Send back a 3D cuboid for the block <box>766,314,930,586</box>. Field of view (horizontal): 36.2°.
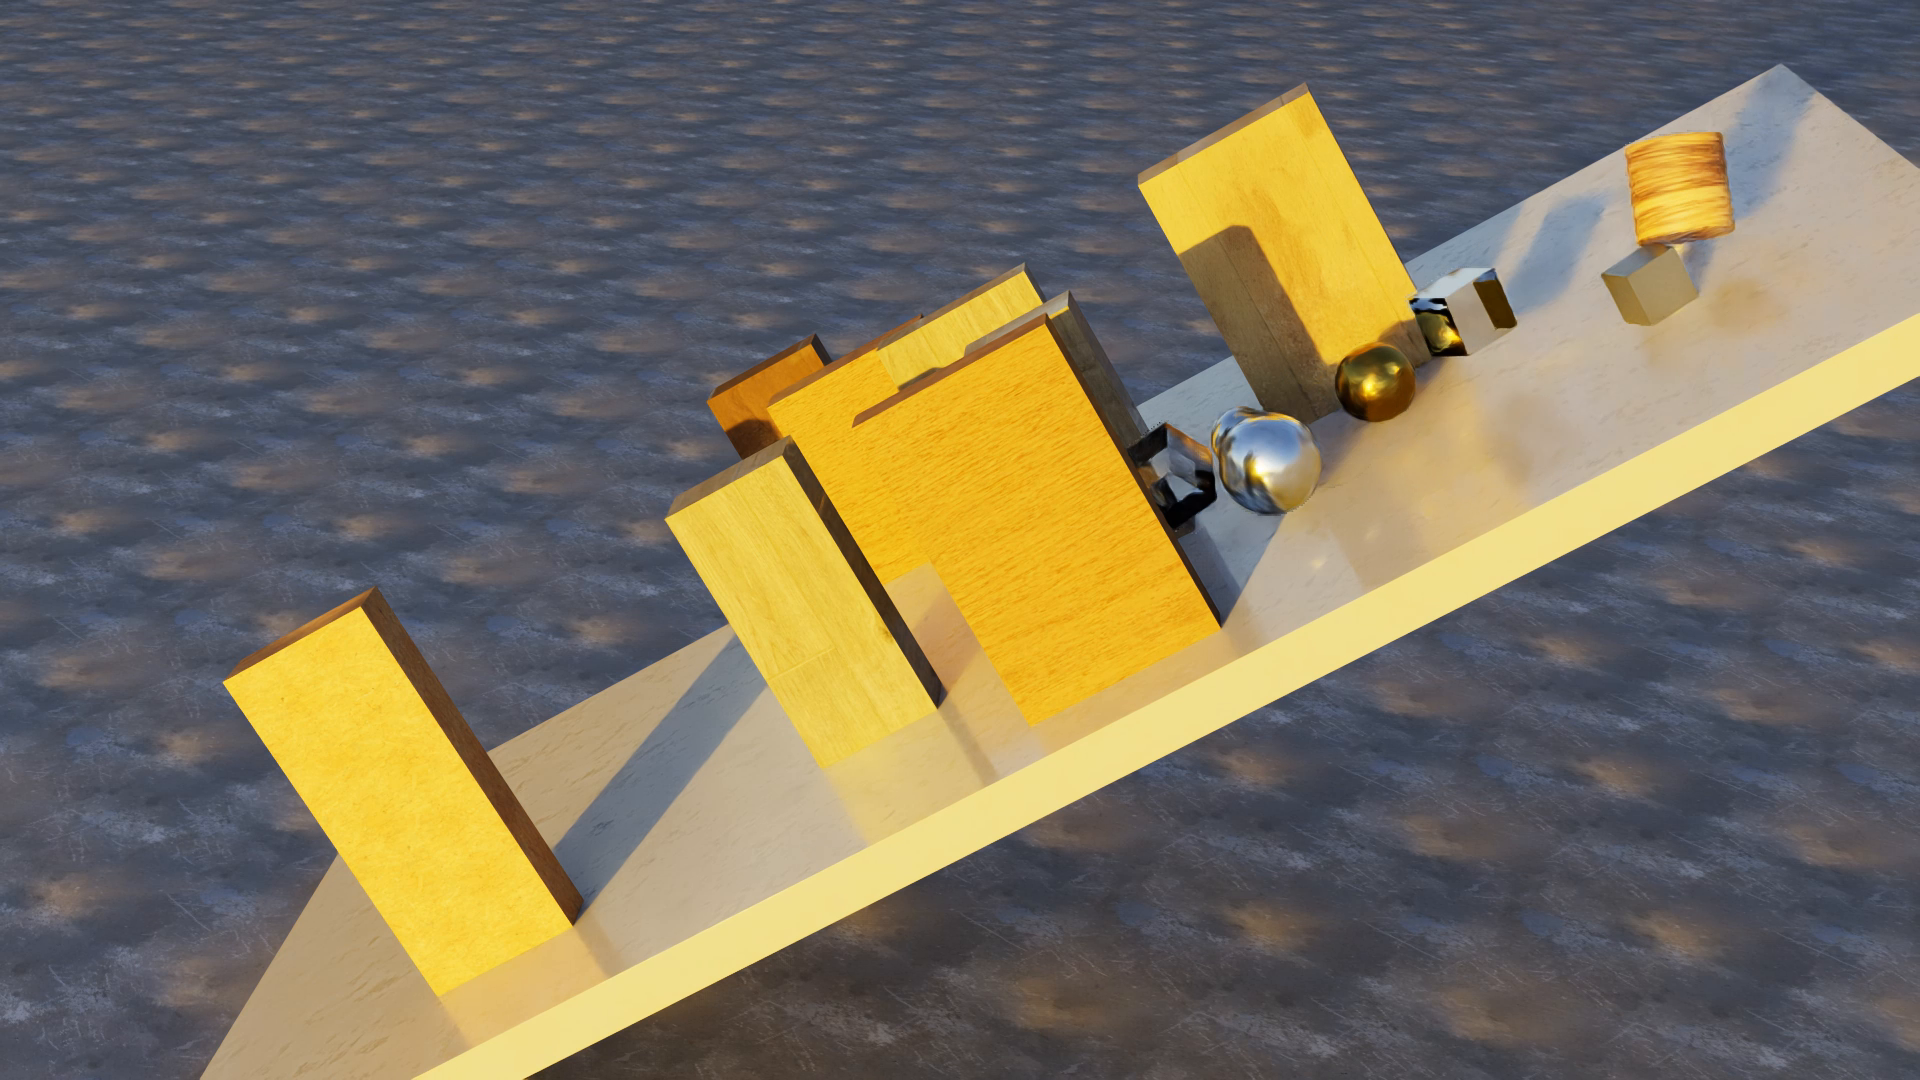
[{"bbox_3d":[-0.143,-0.206,6.891,0.409,0.505,0.111,-28,15,12],"label":"block"}]

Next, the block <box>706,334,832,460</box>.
[{"bbox_3d":[-0.343,-0.189,7.154,0.294,0.547,0.107,-28,15,12],"label":"block"}]

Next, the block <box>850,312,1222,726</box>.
[{"bbox_3d":[0.144,-0.032,5.412,0.403,0.661,0.088,-28,15,12],"label":"block"}]

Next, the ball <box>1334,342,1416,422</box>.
[{"bbox_3d":[0.844,-0.321,5.981,0.163,0.163,0.163,0,18,0],"label":"ball"}]

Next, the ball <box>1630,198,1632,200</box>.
[{"bbox_3d":[1.465,-0.719,6.180,0.108,0.108,0.108,0,18,0],"label":"ball"}]

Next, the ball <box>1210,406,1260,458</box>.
[{"bbox_3d":[0.594,-0.214,6.182,0.134,0.134,0.134,0,18,0],"label":"ball"}]

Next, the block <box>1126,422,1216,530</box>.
[{"bbox_3d":[0.415,-0.125,5.872,0.131,0.131,0.131,29,41,-32],"label":"block"}]

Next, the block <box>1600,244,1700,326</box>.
[{"bbox_3d":[1.331,-0.493,5.679,0.112,0.112,0.112,-33,14,-7],"label":"block"}]

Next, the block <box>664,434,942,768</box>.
[{"bbox_3d":[-0.309,0.126,5.903,0.270,0.606,0.149,-28,15,12],"label":"block"}]

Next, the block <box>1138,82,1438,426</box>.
[{"bbox_3d":[0.704,-0.587,6.218,0.400,0.628,0.126,-28,15,12],"label":"block"}]

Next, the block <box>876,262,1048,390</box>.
[{"bbox_3d":[0.119,-0.276,6.491,0.371,0.559,0.089,-28,15,12],"label":"block"}]

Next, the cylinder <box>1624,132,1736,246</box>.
[{"bbox_3d":[1.396,-0.679,5.705,0.186,0.186,0.186,-7,-3,0],"label":"cylinder"}]

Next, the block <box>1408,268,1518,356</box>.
[{"bbox_3d":[0.998,-0.452,5.838,0.130,0.130,0.130,-31,15,-20],"label":"block"}]

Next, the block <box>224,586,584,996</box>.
[{"bbox_3d":[-1.106,0.507,5.882,0.327,0.776,0.125,-28,15,12],"label":"block"}]

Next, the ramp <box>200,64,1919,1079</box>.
[{"bbox_3d":[0.142,0.168,6.284,4.000,0.100,2.000,-28,15,12],"label":"ramp"}]

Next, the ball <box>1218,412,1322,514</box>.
[{"bbox_3d":[0.610,-0.152,5.801,0.203,0.203,0.203,0,18,0],"label":"ball"}]

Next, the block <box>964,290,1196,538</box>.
[{"bbox_3d":[0.248,-0.212,6.055,0.244,0.538,0.142,-28,15,12],"label":"block"}]
